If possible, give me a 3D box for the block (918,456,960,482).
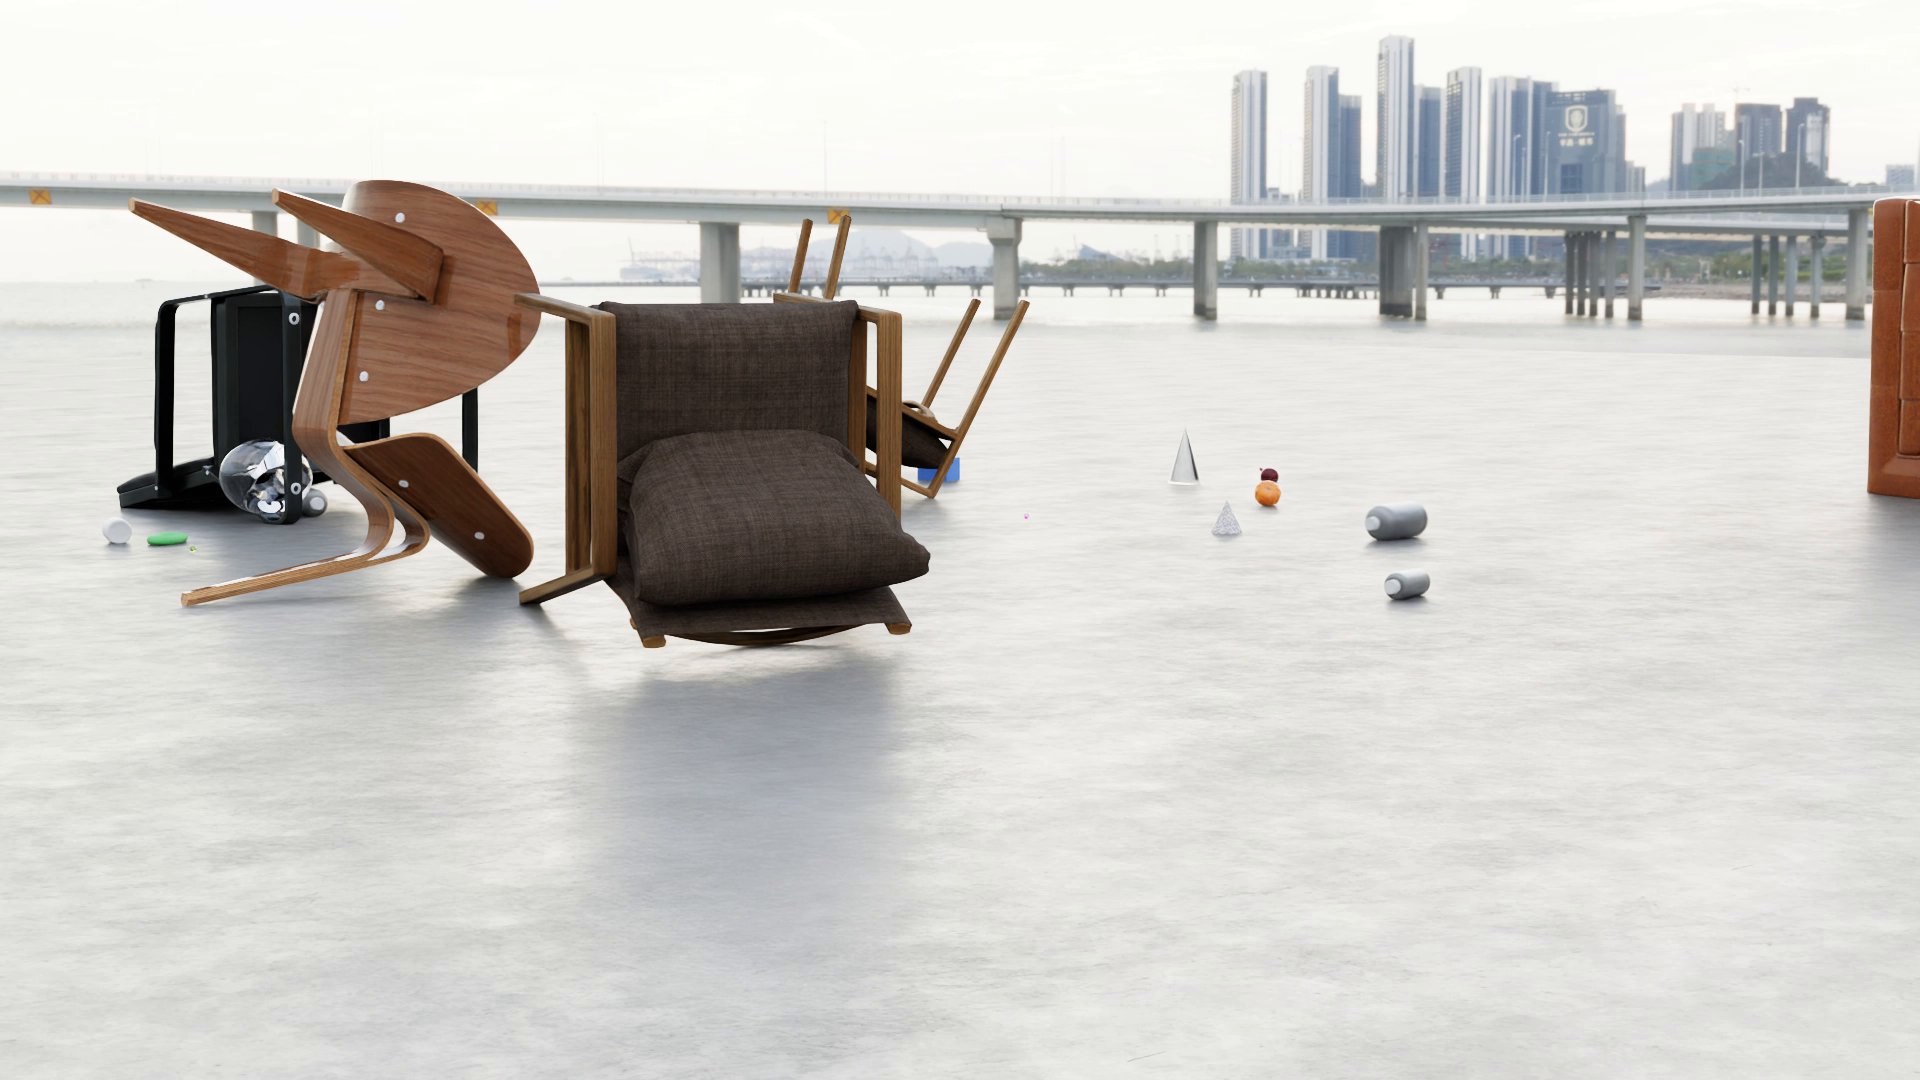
[{"bbox_3d":[-0.069,-0.231,8.296,0.111,0.073,0.083,4,7,31],"label":"block"}]

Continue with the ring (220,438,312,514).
[{"bbox_3d":[-1.845,-0.168,6.820,0.110,0.207,0.269,37,14,33],"label":"ring"}]

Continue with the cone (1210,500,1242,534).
[{"bbox_3d":[0.687,-0.062,6.600,0.086,0.086,0.058,-1,6,-10],"label":"cone"}]

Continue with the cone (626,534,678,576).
[{"bbox_3d":[-0.657,0.052,5.687,0.087,0.104,0.177,34,-14,-34],"label":"cone"}]

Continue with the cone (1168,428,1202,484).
[{"bbox_3d":[0.716,-0.271,8.155,0.111,0.182,0.094,3,6,24],"label":"cone"}]

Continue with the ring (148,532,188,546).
[{"bbox_3d":[-1.956,-0.003,6.332,0.082,0.023,0.136,2,7,12],"label":"ring"}]
